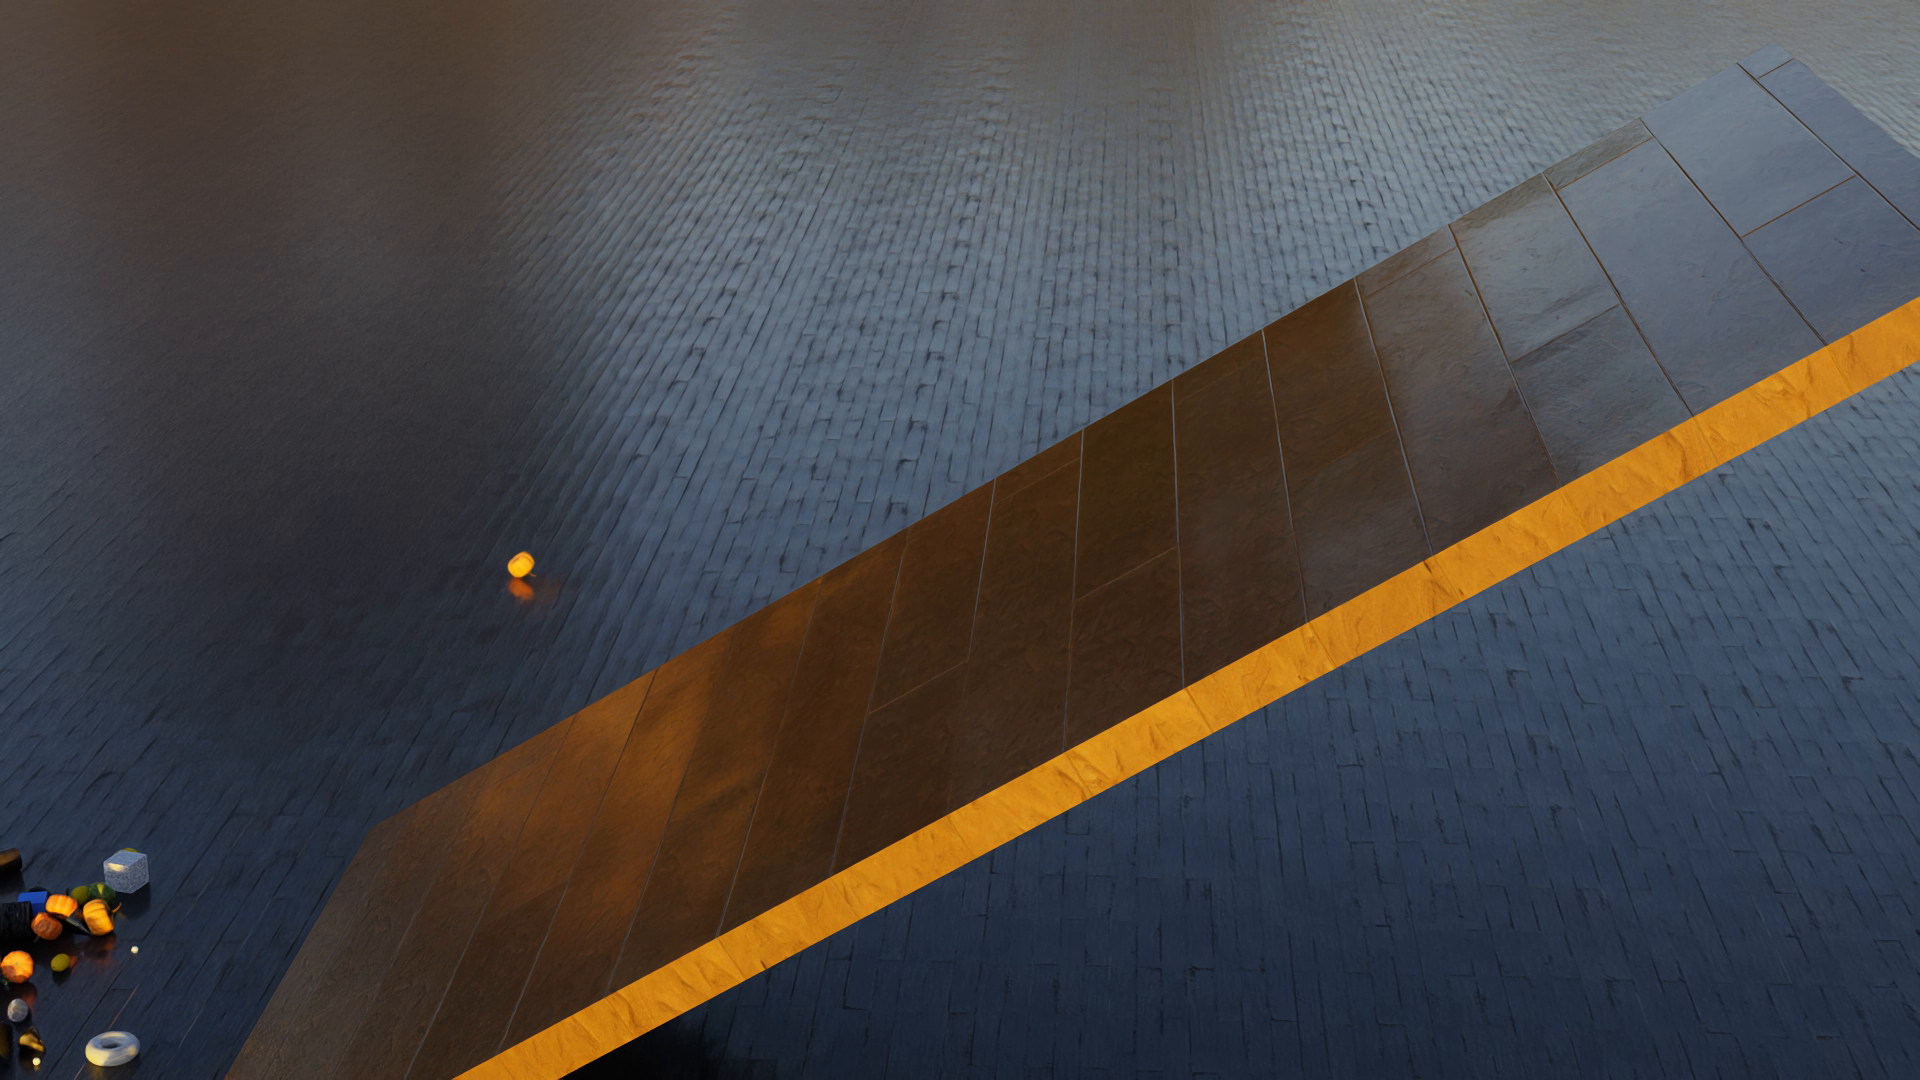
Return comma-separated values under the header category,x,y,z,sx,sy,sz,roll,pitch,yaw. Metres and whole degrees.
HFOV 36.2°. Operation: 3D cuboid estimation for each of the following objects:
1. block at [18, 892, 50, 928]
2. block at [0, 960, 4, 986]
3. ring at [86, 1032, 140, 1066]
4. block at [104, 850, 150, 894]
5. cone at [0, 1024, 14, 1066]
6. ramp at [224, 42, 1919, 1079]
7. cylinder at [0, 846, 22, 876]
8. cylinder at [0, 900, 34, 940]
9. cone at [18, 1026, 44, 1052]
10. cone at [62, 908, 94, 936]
category,x,y,z,sx,sy,sz,roll,pitch,yaw
block,-2.307,0.920,7.320,0.066,0.066,0.066,-3,19,-9
block,-2.342,1.024,6.972,0.100,0.100,0.100,3,19,8
ring,-1.925,1.156,6.684,0.121,0.040,0.121,0,20,0
block,-2.130,0.848,7.514,0.077,0.077,0.077,7,20,19
cone,-2.171,1.160,6.671,0.088,0.088,0.088,-16,51,-38
ramp,0.141,0.168,6.288,4.000,0.100,2.000,-29,15,13
cylinder,-2.464,0.829,7.588,0.063,0.063,0.063,-18,26,-41
cylinder,-2.332,0.937,7.235,0.090,0.090,0.090,-4,20,-12
cone,-2.108,1.151,6.716,0.060,0.060,0.060,46,36,13
cone,-2.164,0.959,7.262,0.072,0.072,0.072,32,26,8
